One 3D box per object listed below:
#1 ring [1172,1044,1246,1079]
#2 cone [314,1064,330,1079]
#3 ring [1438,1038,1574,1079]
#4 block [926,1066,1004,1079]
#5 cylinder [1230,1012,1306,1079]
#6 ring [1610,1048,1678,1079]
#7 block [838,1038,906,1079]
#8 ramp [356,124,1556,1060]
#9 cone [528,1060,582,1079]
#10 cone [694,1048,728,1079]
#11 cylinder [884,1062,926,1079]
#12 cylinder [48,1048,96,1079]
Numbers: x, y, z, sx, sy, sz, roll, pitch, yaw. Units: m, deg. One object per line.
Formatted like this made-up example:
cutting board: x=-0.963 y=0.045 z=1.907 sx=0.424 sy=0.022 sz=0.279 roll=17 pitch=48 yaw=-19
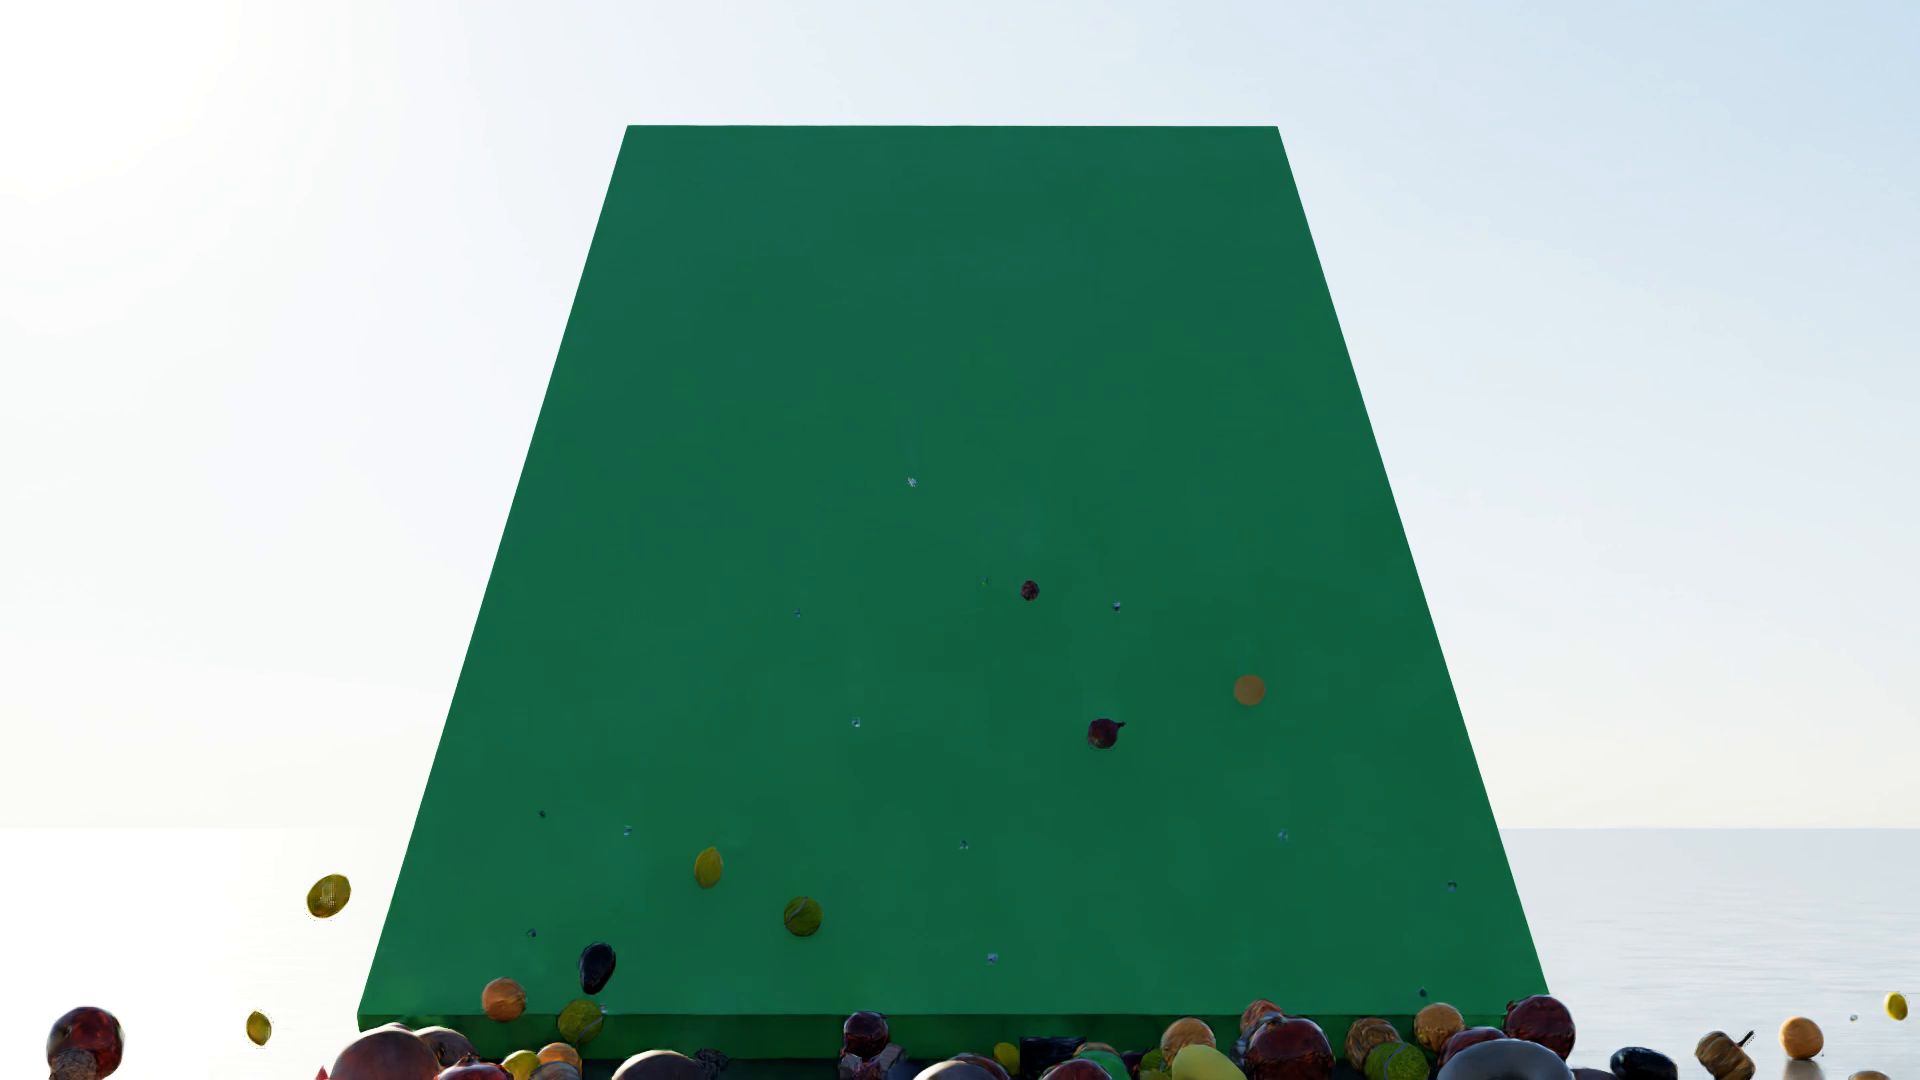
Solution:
ring: x=0.301 y=0.653 z=2.851 sx=0.046 sy=0.138 sz=0.138 roll=-31 pitch=8 yaw=-25
cone: x=-0.852 y=0.737 z=3.245 sx=0.077 sy=0.077 sz=0.077 roll=0 pitch=-7 yaw=0
ring: x=0.547 y=0.556 z=2.443 sx=0.143 sy=0.048 sz=0.143 roll=-11 pitch=25 yaw=5
block: x=0.007 y=0.729 z=3.172 sx=0.076 sy=0.076 sz=0.076 roll=-4 pitch=-8 yaw=29
cylinder: x=0.454 y=0.753 z=3.591 sx=0.080 sy=0.080 sz=0.080 roll=-34 pitch=13 yaw=-30
ring: x=1.037 y=0.799 z=3.687 sx=0.101 sy=0.034 sz=0.101 roll=4 pitch=12 yaw=-1
block: x=-0.118 y=0.736 z=3.340 sx=0.067 sy=0.067 sz=0.067 roll=7 pitch=27 yaw=27
ramp: x=-0.014 y=-0.200 z=5.792 sx=2.000 sy=0.100 sz=4.000 roll=0 pitch=31 yaw=0
cone: x=-0.493 y=0.713 z=3.083 sx=0.090 sy=0.090 sz=0.090 roll=5 pitch=-2 yaw=-40
cone: x=-0.380 y=0.803 z=3.658 sx=0.054 sy=0.054 sz=0.054 roll=5 pitch=-47 yaw=5
cylinder: x=-0.079 y=0.735 z=3.250 sx=0.053 sy=0.053 sz=0.053 roll=-5 pitch=35 yaw=35
cylinder: x=-1.247 y=0.753 z=3.414 sx=0.059 sy=0.059 sz=0.059 roll=1 pitch=17 yaw=-10
